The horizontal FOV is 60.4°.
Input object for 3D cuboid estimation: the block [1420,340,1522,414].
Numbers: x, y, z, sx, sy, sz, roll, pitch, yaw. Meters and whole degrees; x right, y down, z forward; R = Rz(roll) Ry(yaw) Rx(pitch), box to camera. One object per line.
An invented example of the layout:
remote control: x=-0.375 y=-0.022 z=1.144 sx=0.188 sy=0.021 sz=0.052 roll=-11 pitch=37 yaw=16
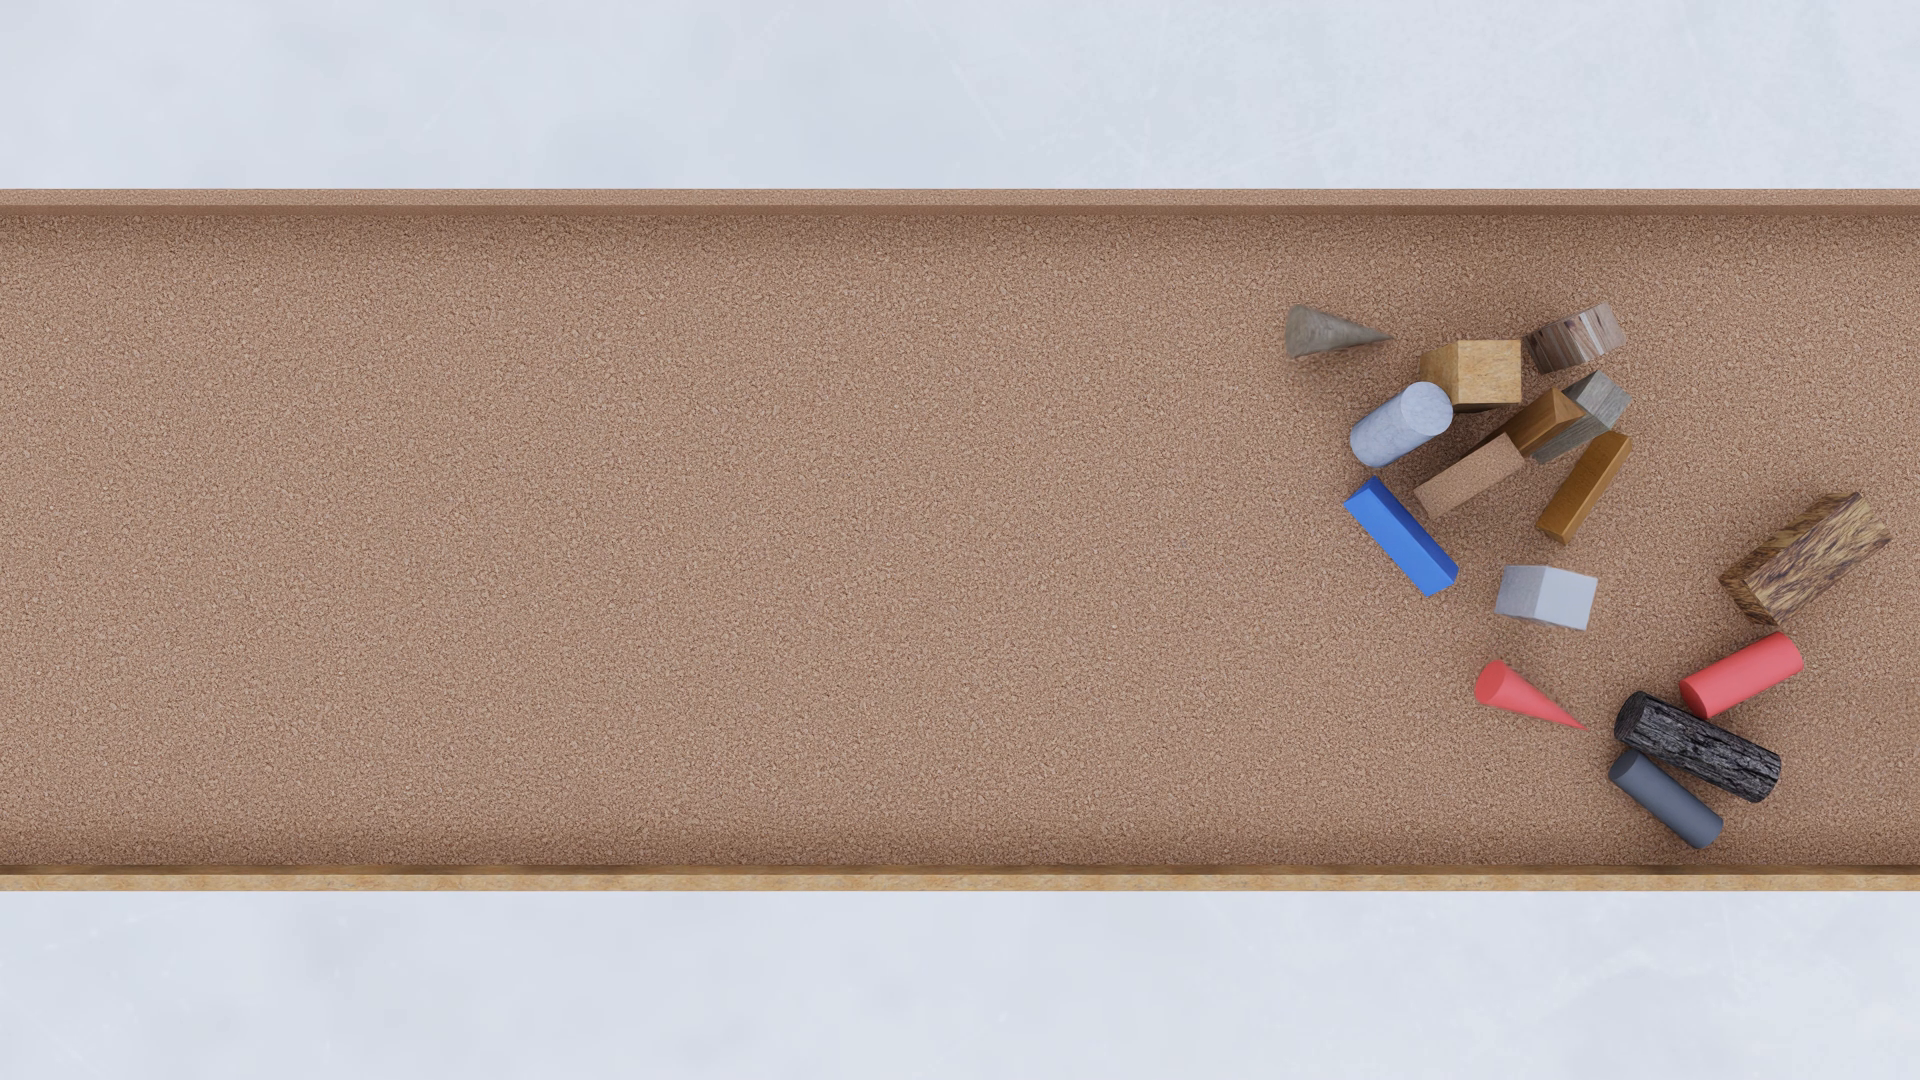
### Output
block: x=1.507 y=-0.480 z=4.886 sx=0.178 sy=0.380 sz=0.178 roll=-1 pitch=90 yaw=0

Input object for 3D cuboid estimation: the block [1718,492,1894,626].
block: x=2.554 y=0.057 z=4.989 sx=0.429 sy=0.175 sz=0.175 roll=-38 pitch=90 yaw=0

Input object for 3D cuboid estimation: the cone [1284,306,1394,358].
cone: x=1.180 y=-0.626 z=5.038 sx=0.332 sy=0.157 sz=0.157 roll=2 pitch=90 yaw=-13

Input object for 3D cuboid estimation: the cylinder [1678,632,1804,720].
cylinder: x=2.370 y=0.413 z=5.008 sx=0.325 sy=0.137 sz=0.137 roll=-27 pitch=90 yaw=0

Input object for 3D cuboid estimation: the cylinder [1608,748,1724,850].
cylinder: x=2.146 y=0.787 z=5.015 sx=0.333 sy=0.123 sz=0.123 roll=39 pitch=90 yaw=0

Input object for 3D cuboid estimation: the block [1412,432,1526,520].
block: x=1.511 y=-0.187 z=4.903 sx=0.109 sy=0.328 sz=0.109 roll=-29 pitch=83 yaw=-31

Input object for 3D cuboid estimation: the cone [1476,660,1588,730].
cone: x=1.774 y=0.507 z=5.041 sx=0.373 sy=0.142 sz=0.142 roll=26 pitch=90 yaw=-11

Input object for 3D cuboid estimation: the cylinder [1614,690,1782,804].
cylinder: x=2.230 y=0.626 z=4.994 sx=0.447 sy=0.166 sz=0.166 roll=25 pitch=90 yaw=0

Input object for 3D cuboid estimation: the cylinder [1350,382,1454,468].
cylinder: x=1.306 y=-0.339 z=4.895 sx=0.164 sy=0.328 sz=0.164 roll=3 pitch=75 yaw=-12

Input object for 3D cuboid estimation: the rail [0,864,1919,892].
rail: x=-2.247 y=1.025 z=5.001 sx=12.000 sy=0.150 sz=0.050 roll=0 pitch=90 yaw=0

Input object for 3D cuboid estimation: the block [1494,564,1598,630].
block: x=1.735 y=0.168 z=4.900 sx=0.153 sy=0.352 sz=0.153 roll=14 pitch=90 yaw=0

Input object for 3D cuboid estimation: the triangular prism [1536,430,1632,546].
triangular prism: x=1.918 y=-0.162 z=5.025 sx=0.114 sy=0.098 sz=0.362 roll=34 pitch=90 yaw=0

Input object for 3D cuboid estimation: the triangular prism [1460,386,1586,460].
triangular prism: x=1.637 y=-0.301 z=4.874 sx=0.121 sy=0.441 sz=0.105 roll=-16 pitch=73 yaw=-28

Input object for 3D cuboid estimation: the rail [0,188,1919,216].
rail: x=-2.247 y=-1.025 z=5.002 sx=12.000 sy=0.150 sz=0.050 roll=0 pitch=90 yaw=0

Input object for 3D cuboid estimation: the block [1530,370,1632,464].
block: x=1.804 y=-0.360 z=4.883 sx=0.128 sy=0.366 sz=0.128 roll=40 pitch=72 yaw=0

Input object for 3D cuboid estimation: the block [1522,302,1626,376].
block: x=1.818 y=-0.595 z=4.893 sx=0.131 sy=0.367 sz=0.131 roll=-26 pitch=90 yaw=0

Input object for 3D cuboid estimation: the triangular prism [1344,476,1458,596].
triangular prism: x=1.355 y=-0.012 z=5.017 sx=0.131 sy=0.114 sz=0.386 roll=-42 pitch=90 yaw=0
